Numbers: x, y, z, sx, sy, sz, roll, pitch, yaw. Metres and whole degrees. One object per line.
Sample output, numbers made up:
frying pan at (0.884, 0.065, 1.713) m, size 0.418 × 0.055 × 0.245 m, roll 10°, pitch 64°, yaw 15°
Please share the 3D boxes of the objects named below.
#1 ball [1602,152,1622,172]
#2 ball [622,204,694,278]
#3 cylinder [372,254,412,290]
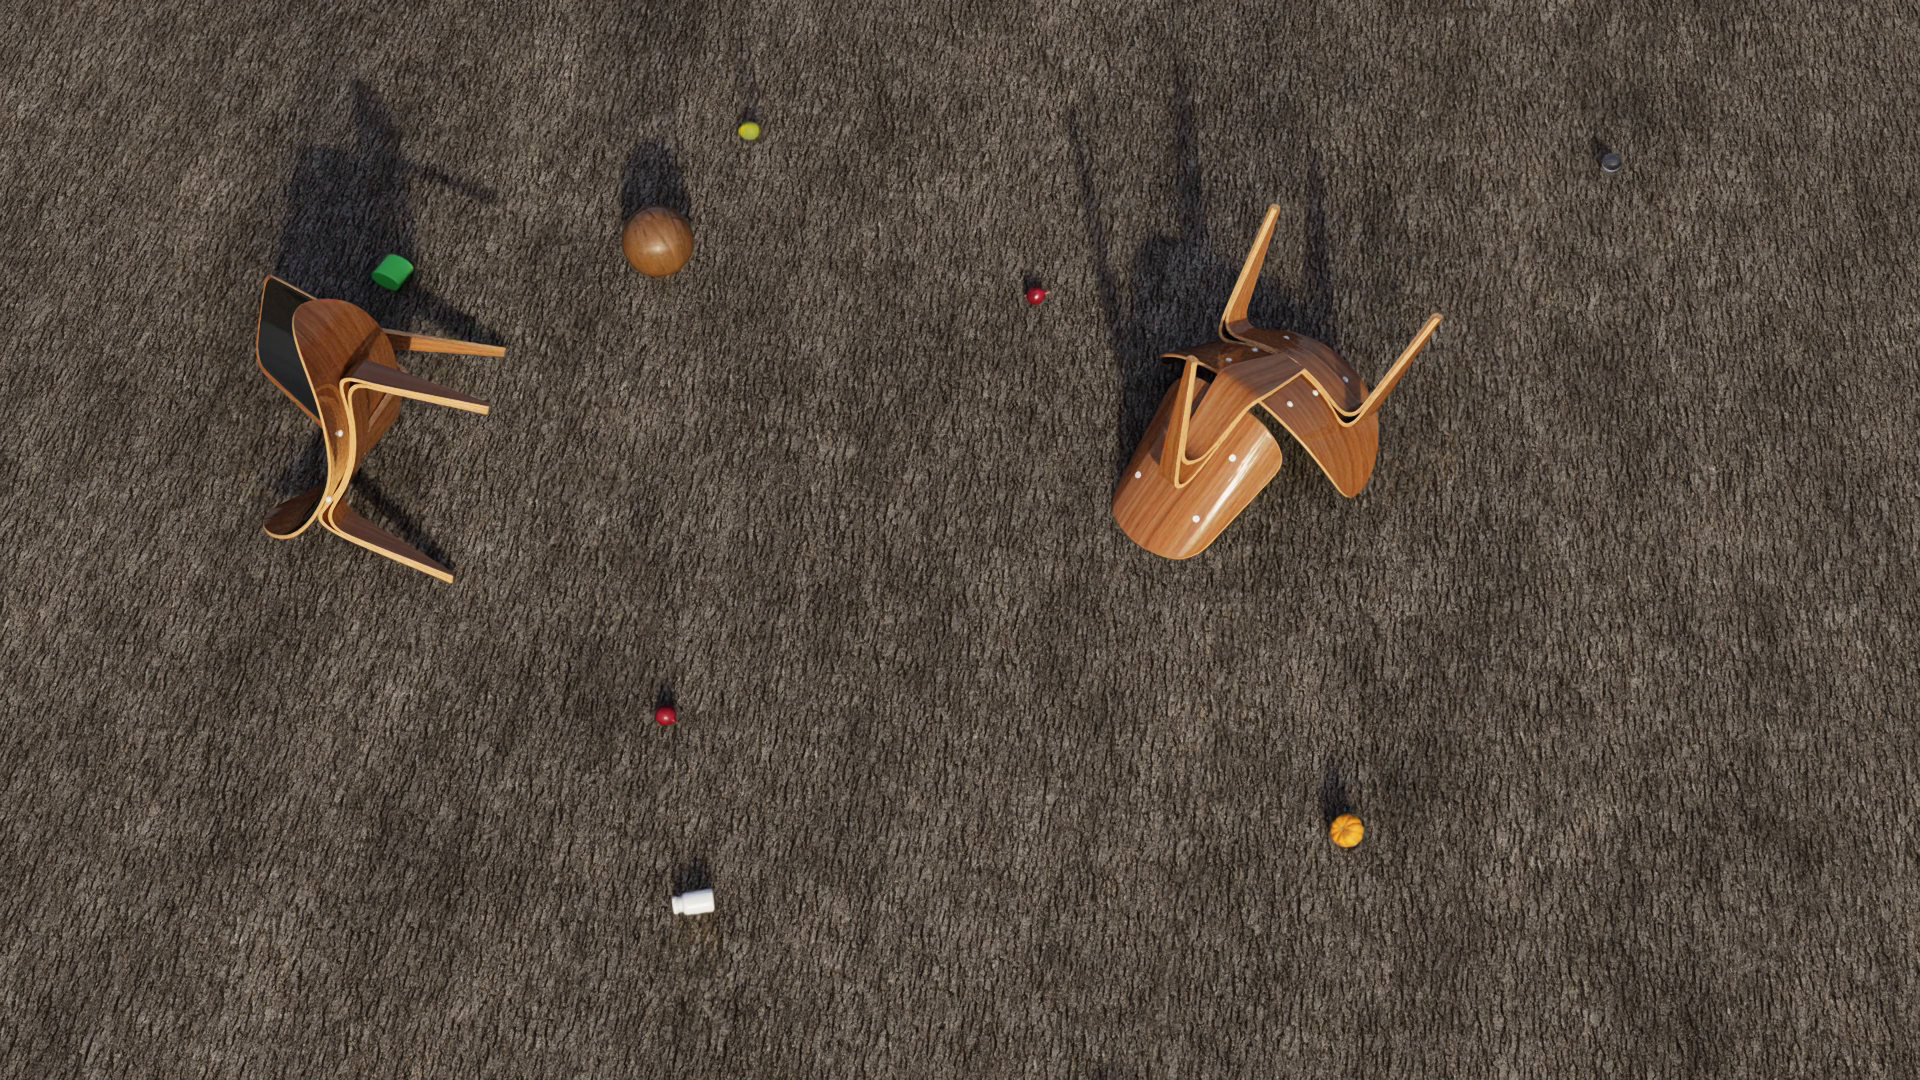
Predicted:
ball at (2.188, -1.268, 7.386) m, size 0.064 × 0.064 × 0.064 m, roll 0°, pitch 56°, yaw 0°
ball at (-0.973, -0.963, 7.080) m, size 0.232 × 0.232 × 0.232 m, roll 0°, pitch 56°, yaw 0°
cylinder at (-1.835, -0.866, 7.112) m, size 0.105 × 0.072 × 0.087 m, roll 24°, pitch 74°, yaw 27°
